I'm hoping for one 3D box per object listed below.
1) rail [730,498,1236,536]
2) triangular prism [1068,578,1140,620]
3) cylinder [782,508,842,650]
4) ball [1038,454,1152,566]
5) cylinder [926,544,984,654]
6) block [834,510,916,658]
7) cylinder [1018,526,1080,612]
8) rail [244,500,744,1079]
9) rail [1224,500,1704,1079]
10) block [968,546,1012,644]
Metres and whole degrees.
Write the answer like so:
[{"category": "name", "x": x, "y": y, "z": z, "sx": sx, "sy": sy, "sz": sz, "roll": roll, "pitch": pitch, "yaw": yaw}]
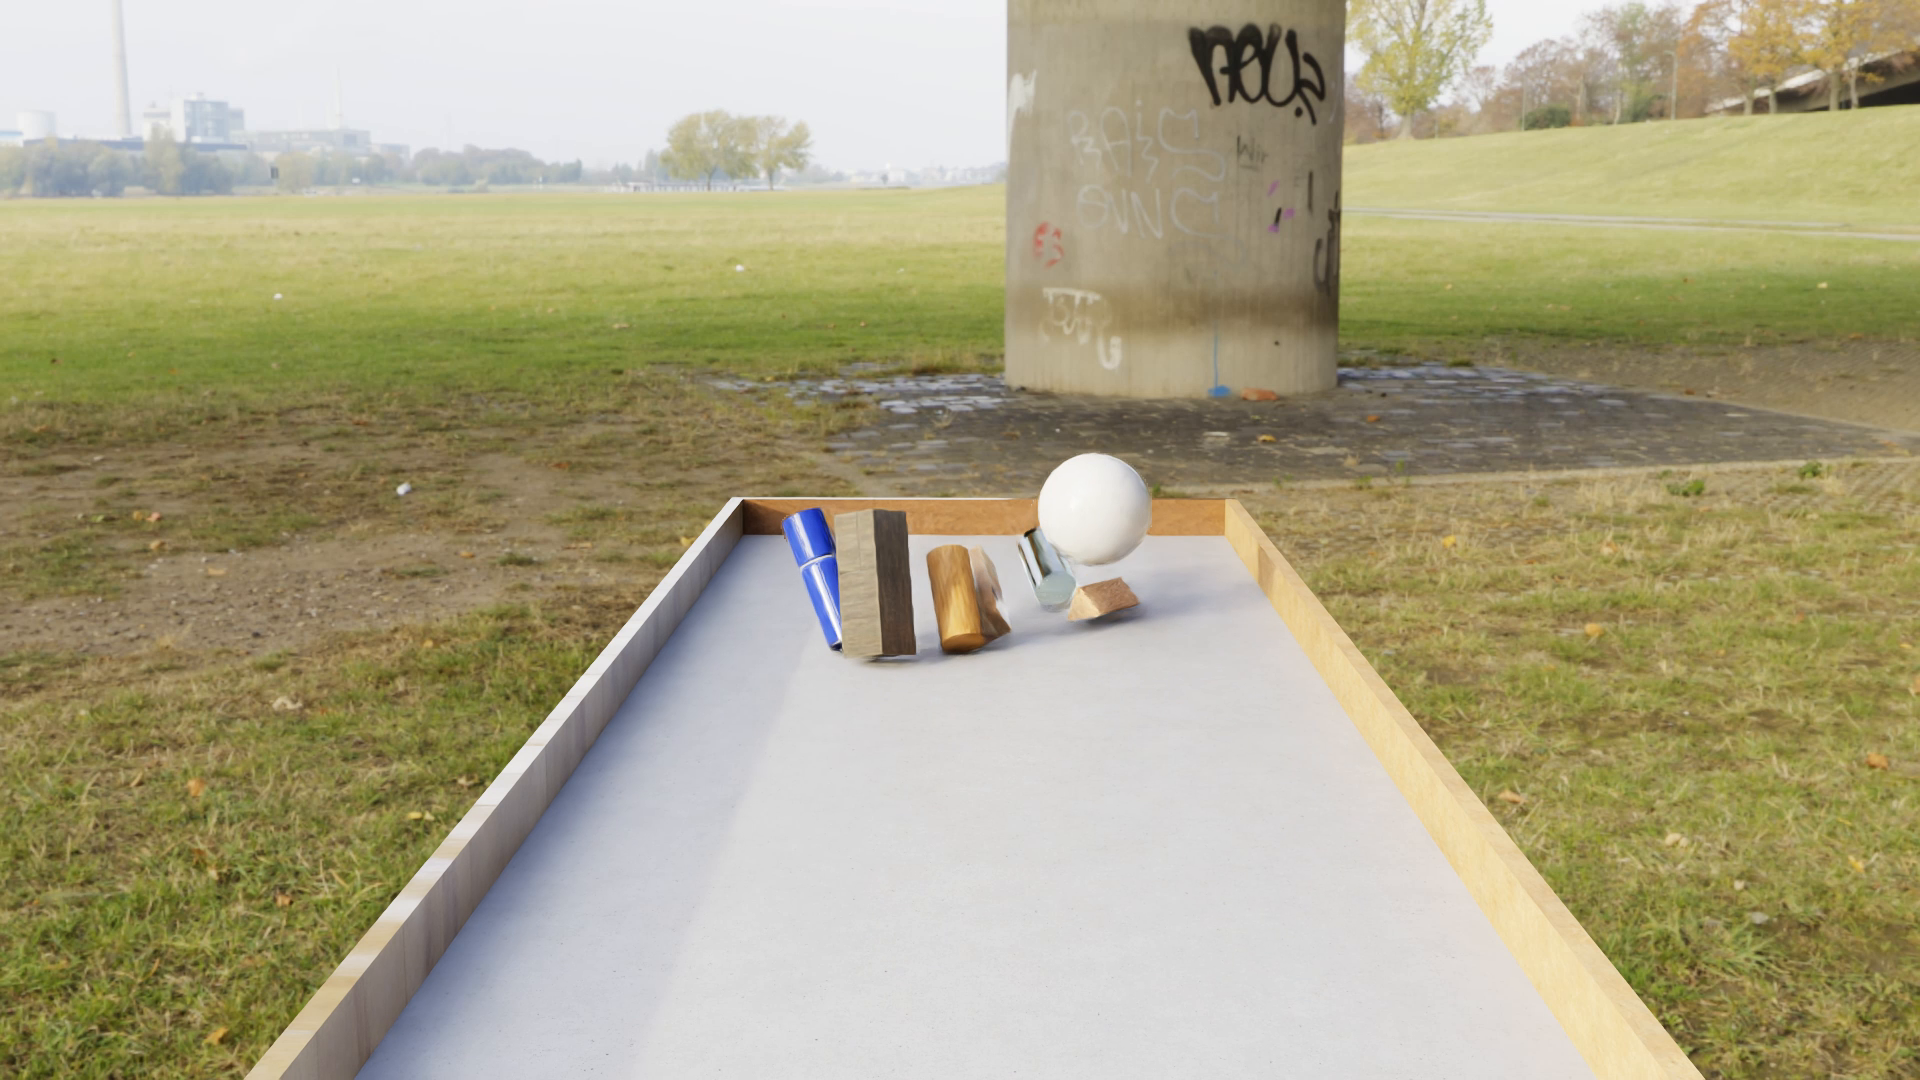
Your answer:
[{"category": "rail", "x": 0.099, "y": -0.098, "z": 9.147, "sx": 2.100, "sy": 0.150, "sz": 0.050, "roll": 0, "pitch": 9, "yaw": 1}, {"category": "triangular prism", "x": 0.472, "y": 0.189, "z": 7.303, "sx": 0.117, "sy": 0.101, "sz": 0.390, "roll": -11, "pitch": -1, "yaw": 25}, {"category": "cylinder", "x": -0.417, "y": 0.122, "z": 6.848, "sx": 0.134, "sy": 0.429, "sz": 0.134, "roll": -21, "pitch": -14, "yaw": -5}, {"category": "ball", "x": 0.439, "y": -0.098, "z": 7.181, "sx": 0.370, "sy": 0.370, "sz": 0.370, "roll": 0, "pitch": 9, "yaw": 0}, {"category": "cylinder", "x": -0.016, "y": 0.182, "z": 6.813, "sx": 0.135, "sy": 0.311, "sz": 0.135, "roll": -8, "pitch": -28, "yaw": -4}, {"category": "block", "x": -0.256, "y": 0.134, "z": 6.642, "sx": 0.156, "sy": 0.435, "sz": 0.156, "roll": -8, "pitch": -7, "yaw": 38}, {"category": "cylinder", "x": 0.305, "y": 0.100, "z": 7.581, "sx": 0.153, "sy": 0.153, "sz": 0.348, "roll": -1, "pitch": 27, "yaw": -9}, {"category": "rail", "x": -1.004, "y": 0.839, "z": 3.234, "sx": 0.050, "sy": 0.150, "sz": 12.000, "roll": 0, "pitch": 9, "yaw": 1}, {"category": "rail", "x": 1.046, "y": 0.843, "z": 3.208, "sx": 0.050, "sy": 0.150, "sz": 12.000, "roll": 0, "pitch": 9, "yaw": 1}, {"category": "block", "x": 0.067, "y": 0.174, "z": 6.982, "sx": 0.108, "sy": 0.108, "sz": 0.303, "roll": -26, "pitch": 42, "yaw": 11}]
